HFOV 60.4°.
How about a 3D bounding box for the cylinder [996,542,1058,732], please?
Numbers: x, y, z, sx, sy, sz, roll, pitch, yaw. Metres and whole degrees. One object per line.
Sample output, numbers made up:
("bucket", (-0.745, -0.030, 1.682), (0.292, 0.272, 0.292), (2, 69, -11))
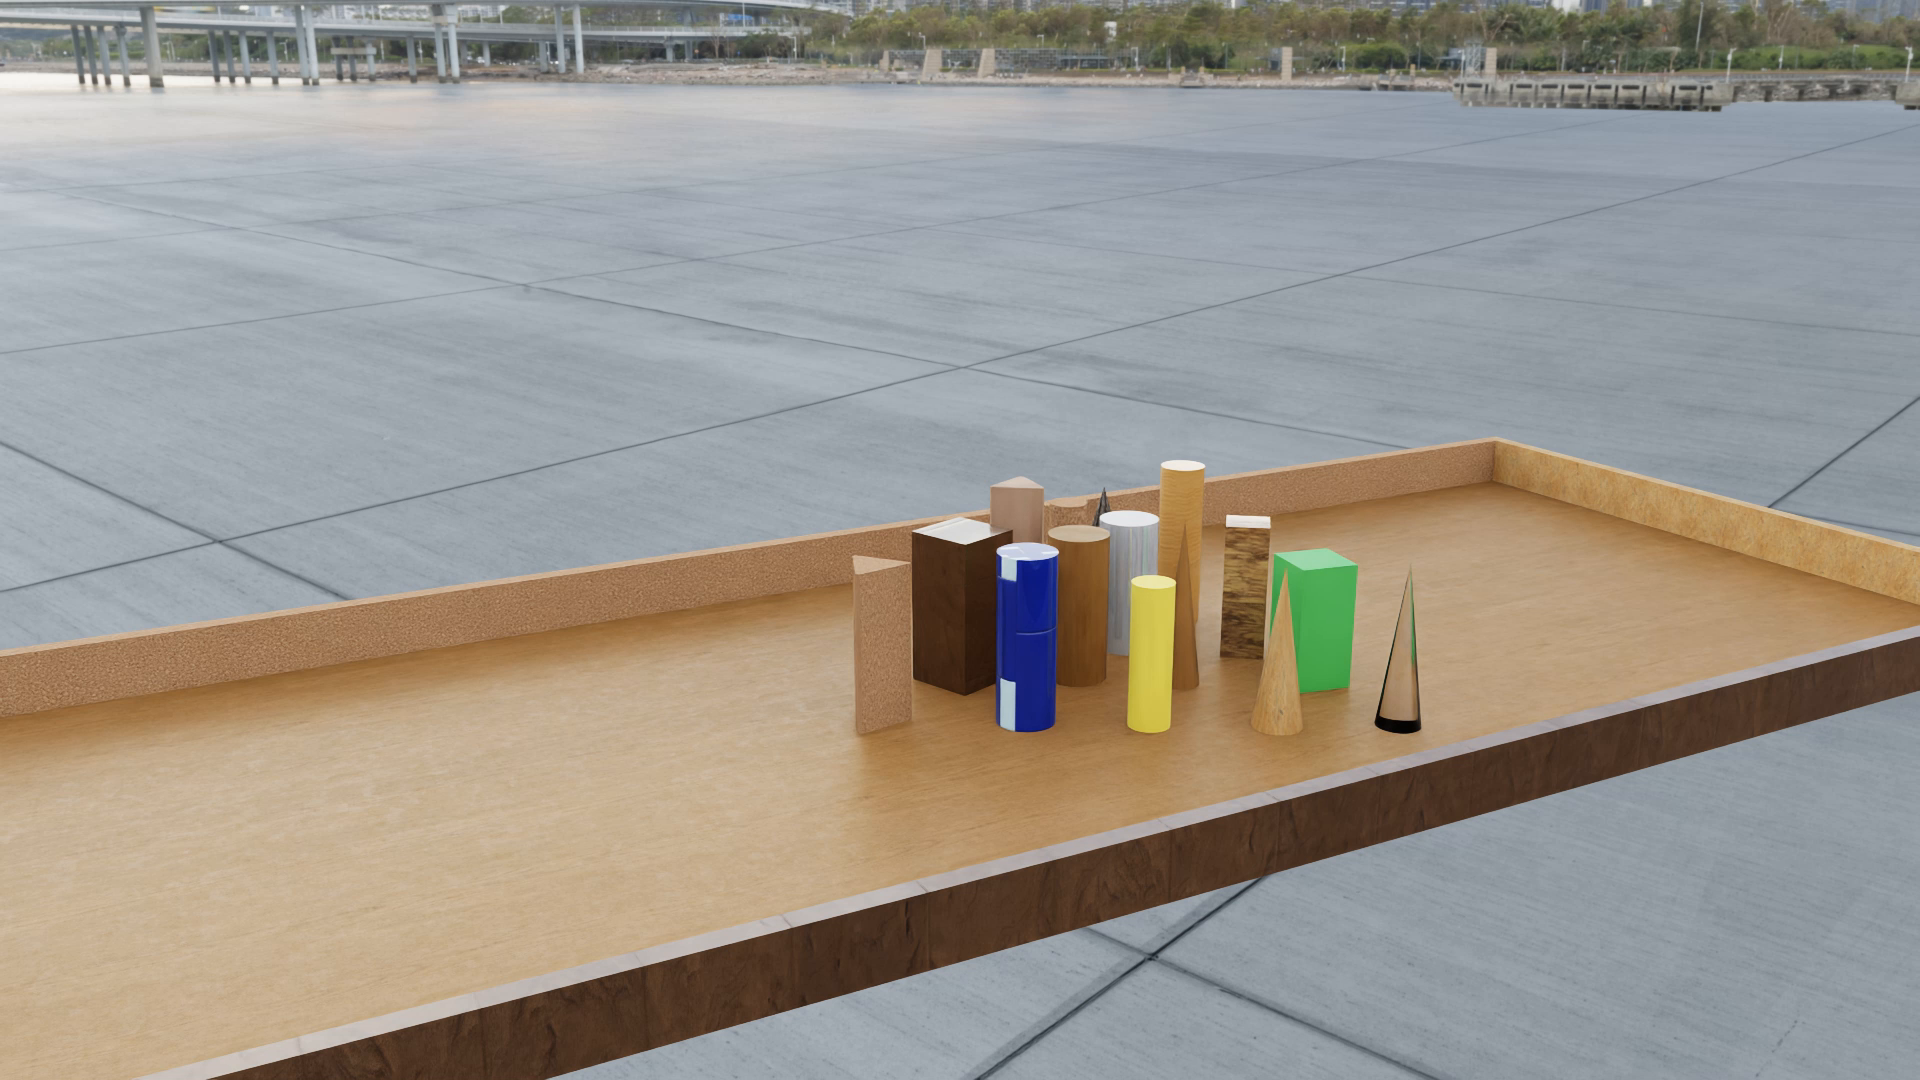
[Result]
("cylinder", (0.155, 0.227, 3.843), (0.143, 0.418, 0.143), (0, 16, 0))

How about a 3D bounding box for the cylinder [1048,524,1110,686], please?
("cylinder", (0.294, 0.164, 4.129), (0.153, 0.376, 0.153), (0, 16, 0))

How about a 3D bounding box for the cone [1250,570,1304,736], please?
("cone", (0.744, 0.247, 3.819), (0.122, 0.392, 0.122), (0, 16, 0))

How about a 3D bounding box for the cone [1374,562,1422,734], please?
("cone", (1.029, 0.242, 3.821), (0.107, 0.400, 0.107), (0, 16, 0))

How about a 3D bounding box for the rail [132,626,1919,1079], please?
("rail", (-2.336, 1.006, 1.665), (12.000, 0.150, 0.050), (-9, 18, -27))

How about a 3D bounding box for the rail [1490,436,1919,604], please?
("rail", (2.466, -0.048, 5.253), (0.050, 0.150, 2.100), (-9, 18, -27))

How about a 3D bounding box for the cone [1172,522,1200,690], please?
("cone", (0.549, 0.153, 4.080), (0.102, 0.424, 0.102), (0, 16, 0))

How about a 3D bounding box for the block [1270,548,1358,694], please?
("block", (0.876, 0.200, 4.109), (0.148, 0.319, 0.148), (-5, 17, -17))

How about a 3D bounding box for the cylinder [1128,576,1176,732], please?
("cylinder", (0.444, 0.265, 3.829), (0.102, 0.352, 0.102), (0, 16, 0))

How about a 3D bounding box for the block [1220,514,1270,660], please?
("block", (0.744, 0.123, 4.305), (0.112, 0.355, 0.112), (3, 17, 10))

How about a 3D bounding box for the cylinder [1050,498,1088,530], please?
("cylinder", (0.303, 0.047, 4.634), (0.105, 0.317, 0.105), (0, 16, 0))

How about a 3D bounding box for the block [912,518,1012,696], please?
("block", (0.006, 0.162, 4.114), (0.176, 0.388, 0.176), (14, 22, 40))

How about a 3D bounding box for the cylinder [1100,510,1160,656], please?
("cylinder", (0.442, 0.112, 4.348), (0.154, 0.352, 0.154), (0, 16, 0))

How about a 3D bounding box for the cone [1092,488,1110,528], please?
("cone", (0.421, -0.012, 4.856), (0.170, 0.303, 0.170), (0, 16, 0))

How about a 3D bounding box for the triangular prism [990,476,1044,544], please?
("triangular prism", (0.154, 0.064, 4.342), (0.137, 0.449, 0.119), (2, 17, 7))

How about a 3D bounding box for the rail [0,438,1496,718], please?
("rail", (-3.305, 0.497, 3.399), (12.000, 0.150, 0.050), (-9, 18, -27))

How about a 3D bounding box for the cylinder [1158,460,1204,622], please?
("cylinder", (0.607, 0.007, 4.553), (0.119, 0.438, 0.119), (0, 16, 0))

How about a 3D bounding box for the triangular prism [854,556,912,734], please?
("triangular prism", (-0.211, 0.236, 3.863), (0.147, 0.387, 0.127), (-12, 20, -35))
